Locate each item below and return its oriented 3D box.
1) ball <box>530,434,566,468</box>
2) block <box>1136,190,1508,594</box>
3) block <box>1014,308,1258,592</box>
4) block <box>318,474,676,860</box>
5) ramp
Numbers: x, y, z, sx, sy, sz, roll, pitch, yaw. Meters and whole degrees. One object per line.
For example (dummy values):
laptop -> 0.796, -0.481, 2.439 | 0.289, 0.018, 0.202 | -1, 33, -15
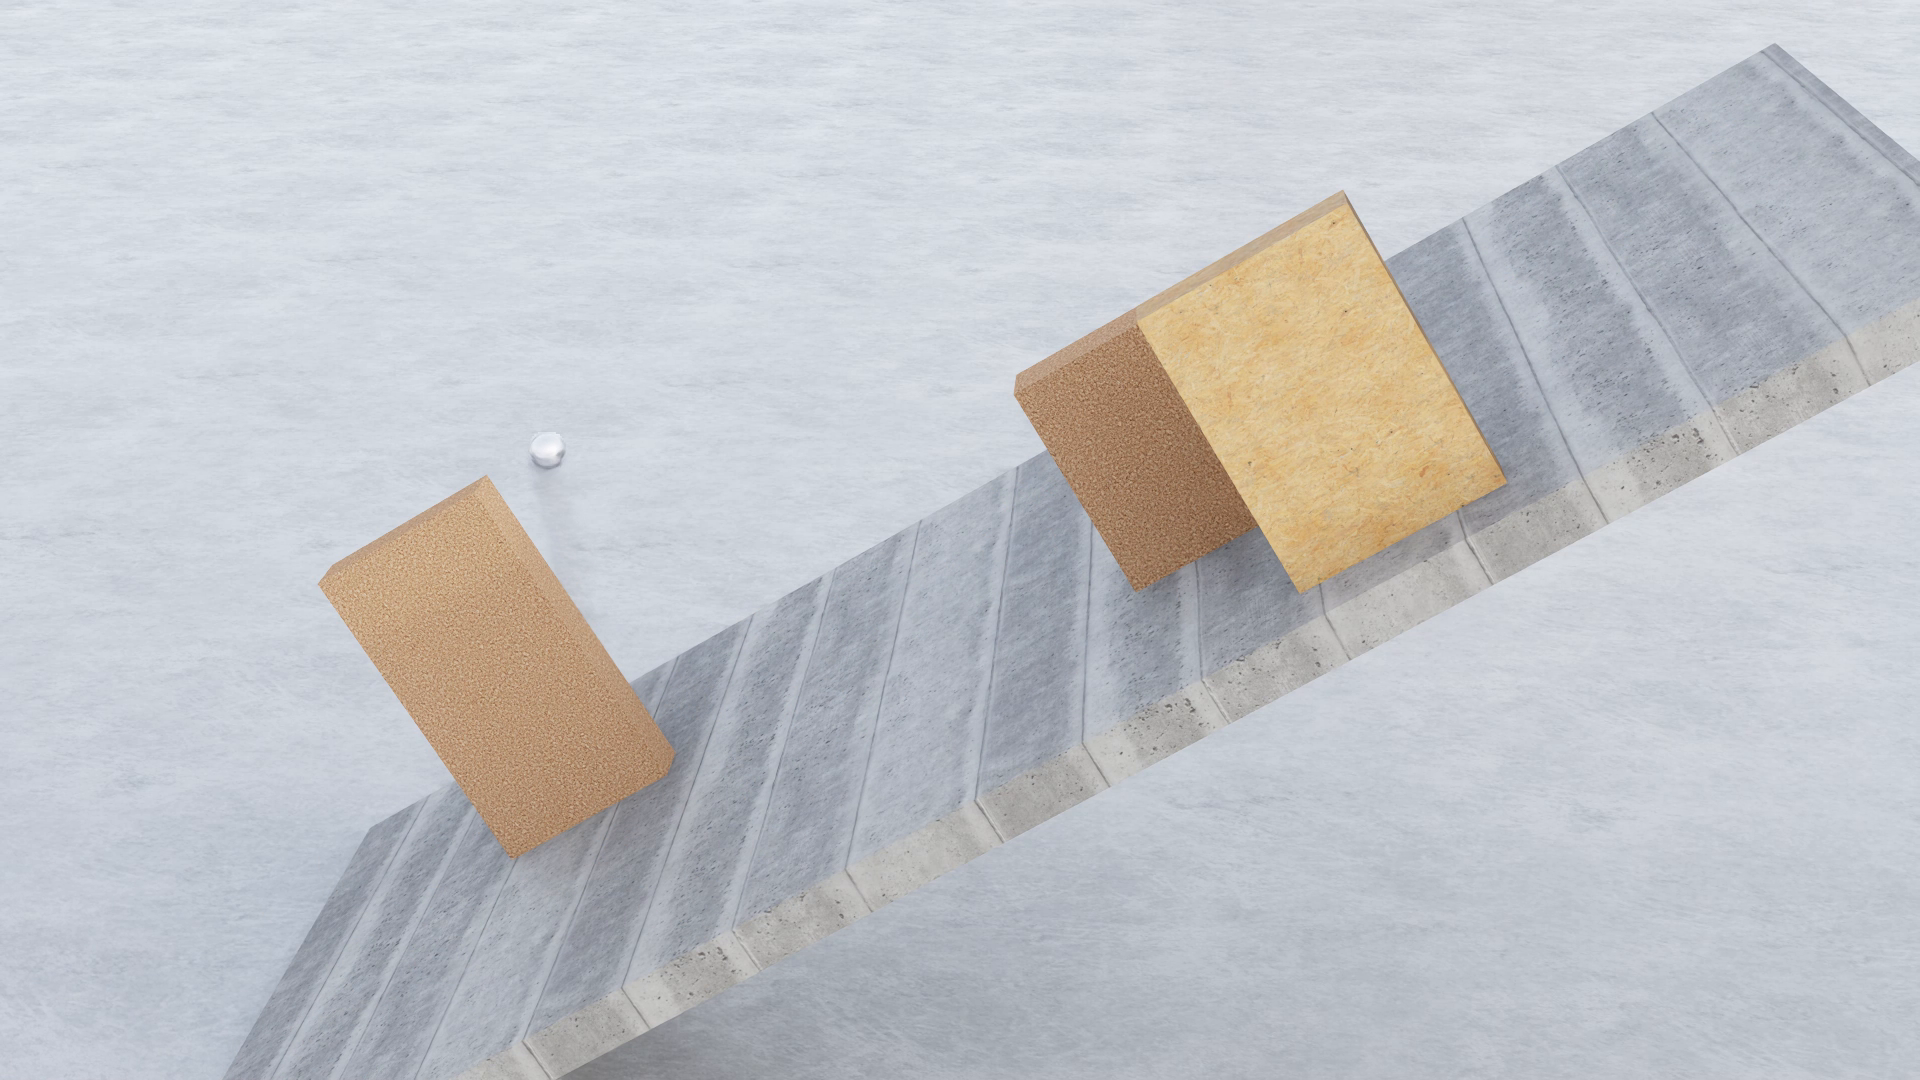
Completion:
ball -> -1.517, -0.327, 10.812 | 0.131, 0.131, 0.131 | 0, 19, 0
block -> 0.647, -0.262, 5.273 | 0.422, 0.590, 0.111 | -29, 15, 12
block -> 0.351, -0.179, 5.841 | 0.280, 0.476, 0.141 | -29, 15, 12
block -> -1.030, 0.290, 6.577 | 0.423, 0.768, 0.126 | -29, 15, 12
ramp -> 0.142, 0.168, 6.287 | 4.000, 0.100, 2.000 | -29, 15, 12
